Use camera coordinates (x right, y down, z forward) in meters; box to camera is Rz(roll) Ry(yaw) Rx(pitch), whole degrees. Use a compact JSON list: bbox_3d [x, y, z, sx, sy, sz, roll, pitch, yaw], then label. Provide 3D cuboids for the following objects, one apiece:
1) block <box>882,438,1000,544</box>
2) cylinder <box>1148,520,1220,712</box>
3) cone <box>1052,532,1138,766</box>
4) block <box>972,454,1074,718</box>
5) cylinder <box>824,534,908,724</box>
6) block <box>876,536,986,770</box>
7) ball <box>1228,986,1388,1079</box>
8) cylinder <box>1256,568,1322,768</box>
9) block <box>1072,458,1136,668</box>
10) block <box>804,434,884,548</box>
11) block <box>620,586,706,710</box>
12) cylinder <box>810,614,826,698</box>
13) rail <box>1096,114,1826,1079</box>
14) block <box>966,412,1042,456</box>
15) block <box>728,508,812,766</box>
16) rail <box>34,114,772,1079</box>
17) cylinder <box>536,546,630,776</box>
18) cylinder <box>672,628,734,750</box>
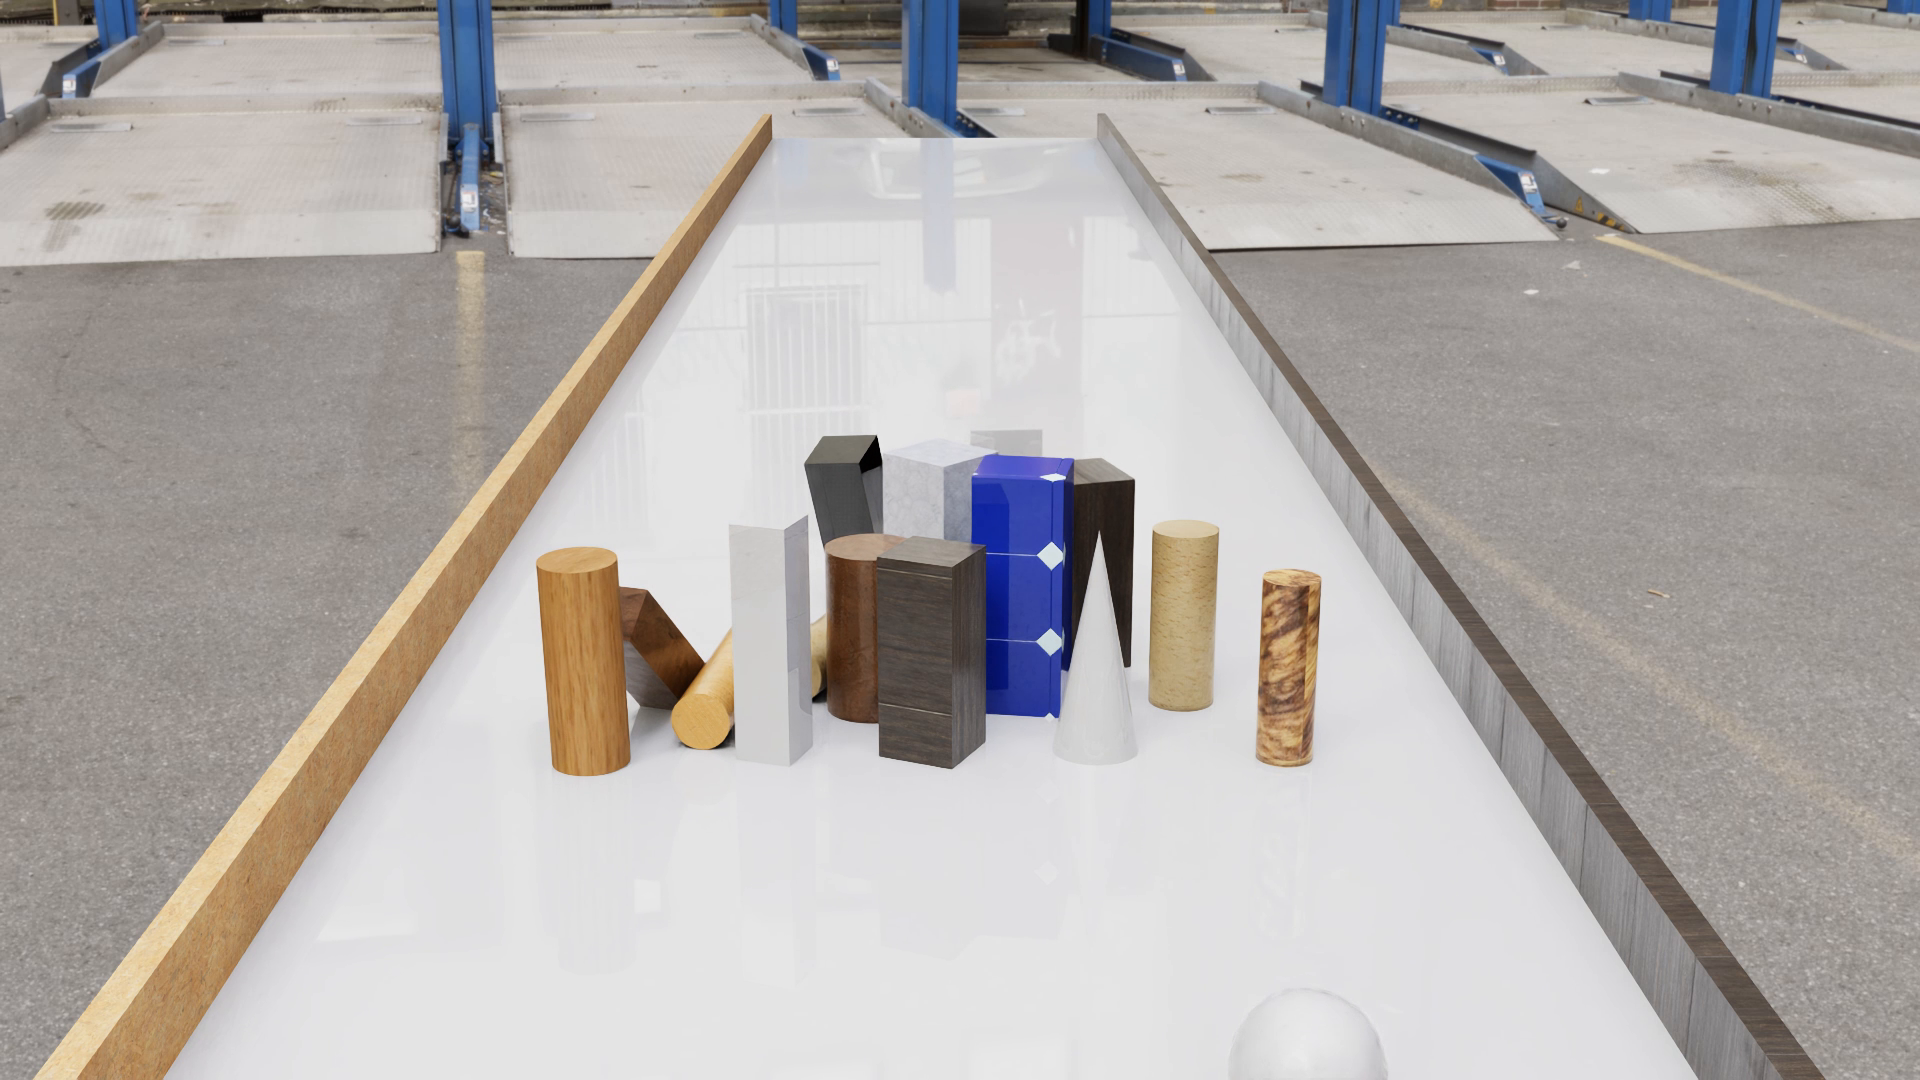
[{"bbox_3d":[-0.037,0.031,4.375,0.162,0.425,0.162,14,22,40],"label":"block"},{"bbox_3d":[0.421,0.142,4.149,0.125,0.341,0.125,0,17,0],"label":"cylinder"},{"bbox_3d":[0.244,0.180,3.902,0.156,0.410,0.156,0,17,0],"label":"cone"},{"bbox_3d":[0.118,0.086,4.134,0.169,0.459,0.169,3,17,9],"label":"block"},{"bbox_3d":[-0.165,0.164,4.118,0.173,0.317,0.173,0,17,0],"label":"cylinder"},{"bbox_3d":[-0.049,0.198,3.907,0.144,0.373,0.144,8,18,24],"label":"block"},{"bbox_3d":[0.427,0.649,2.705,0.194,0.194,0.194,0,17,0],"label":"ball"},{"bbox_3d":[0.578,0.226,3.878,0.102,0.335,0.102,0,17,0],"label":"cylinder"},{"bbox_3d":[0.228,0.051,4.375,0.178,0.387,0.178,-5,17,-18],"label":"block"},{"bbox_3d":[-0.221,-0.040,4.696,0.124,0.349,0.124,0,31,19],"label":"block"},{"bbox_3d":[-0.582,0.201,4.048,0.104,0.104,0.301,6,-27,19],"label":"block"},{"bbox_3d":[-0.235,0.195,4.367,0.117,0.117,0.446,6,18,20],"label":"cylinder"},{"bbox_3d":[0.932,-0.844,7.801,0.050,0.150,12.000,0,17,-1],"label":"rail"},{"bbox_3d":[0.088,-0.021,4.499,0.144,0.455,0.144,-1,17,-4],"label":"block"},{"bbox_3d":[-0.332,0.173,3.881,0.104,0.436,0.104,6,18,19],"label":"block"},{"bbox_3d":[-1.118,-0.838,7.780,0.050,0.150,12.000,0,17,-1],"label":"rail"},{"bbox_3d":[-0.657,0.212,3.844,0.139,0.377,0.139,-1,19,0],"label":"cylinder"},{"bbox_3d":[-0.438,0.266,4.143,0.107,0.107,0.423,2,17,7],"label":"cylinder"}]
